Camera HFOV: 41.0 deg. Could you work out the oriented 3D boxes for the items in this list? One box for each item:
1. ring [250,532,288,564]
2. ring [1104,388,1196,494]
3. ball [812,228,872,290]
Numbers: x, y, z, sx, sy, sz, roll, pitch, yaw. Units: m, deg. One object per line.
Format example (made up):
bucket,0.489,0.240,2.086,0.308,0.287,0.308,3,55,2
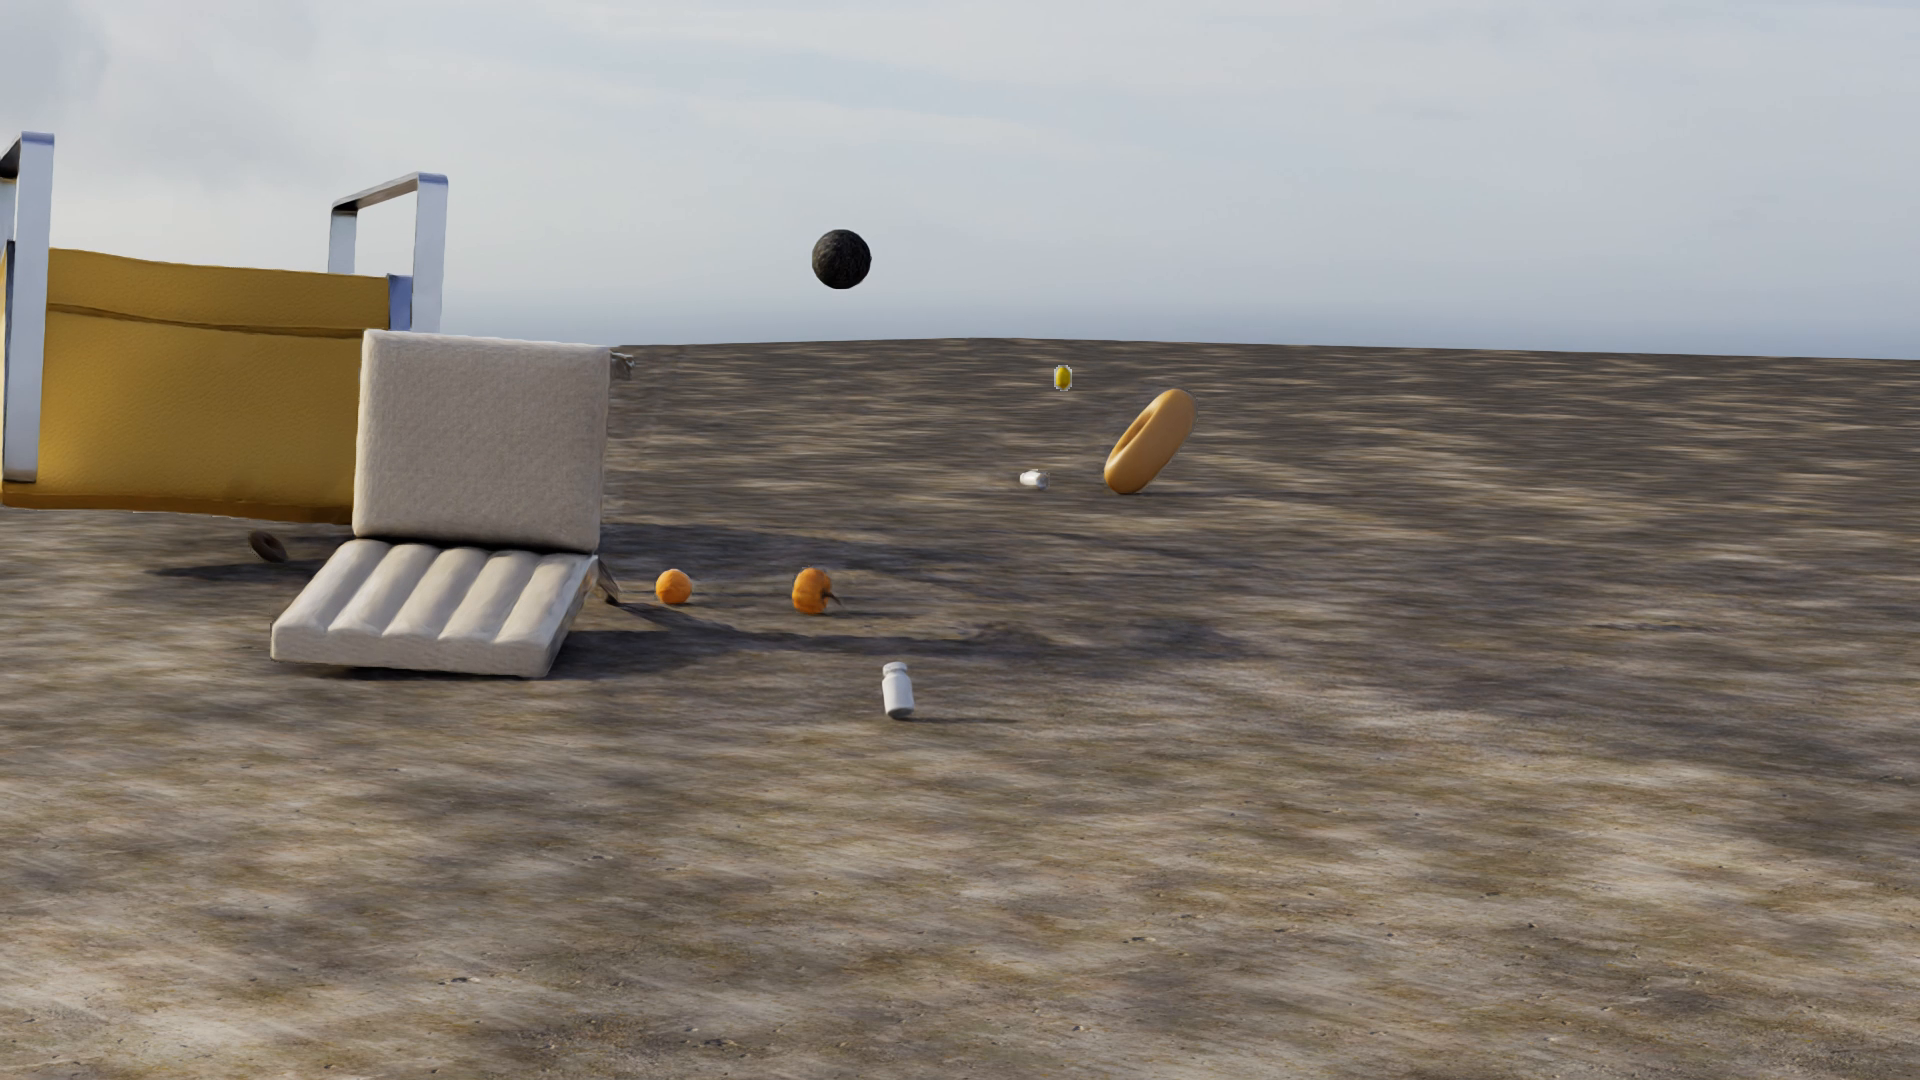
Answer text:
ring,-1.578,0.017,5.851,0.036,0.101,0.053,-27,33,32
ring,0.579,-0.299,7.784,0.129,0.385,0.166,42,-12,-15
ball,-0.238,-0.564,5.149,0.120,0.120,0.120,0,6,0
